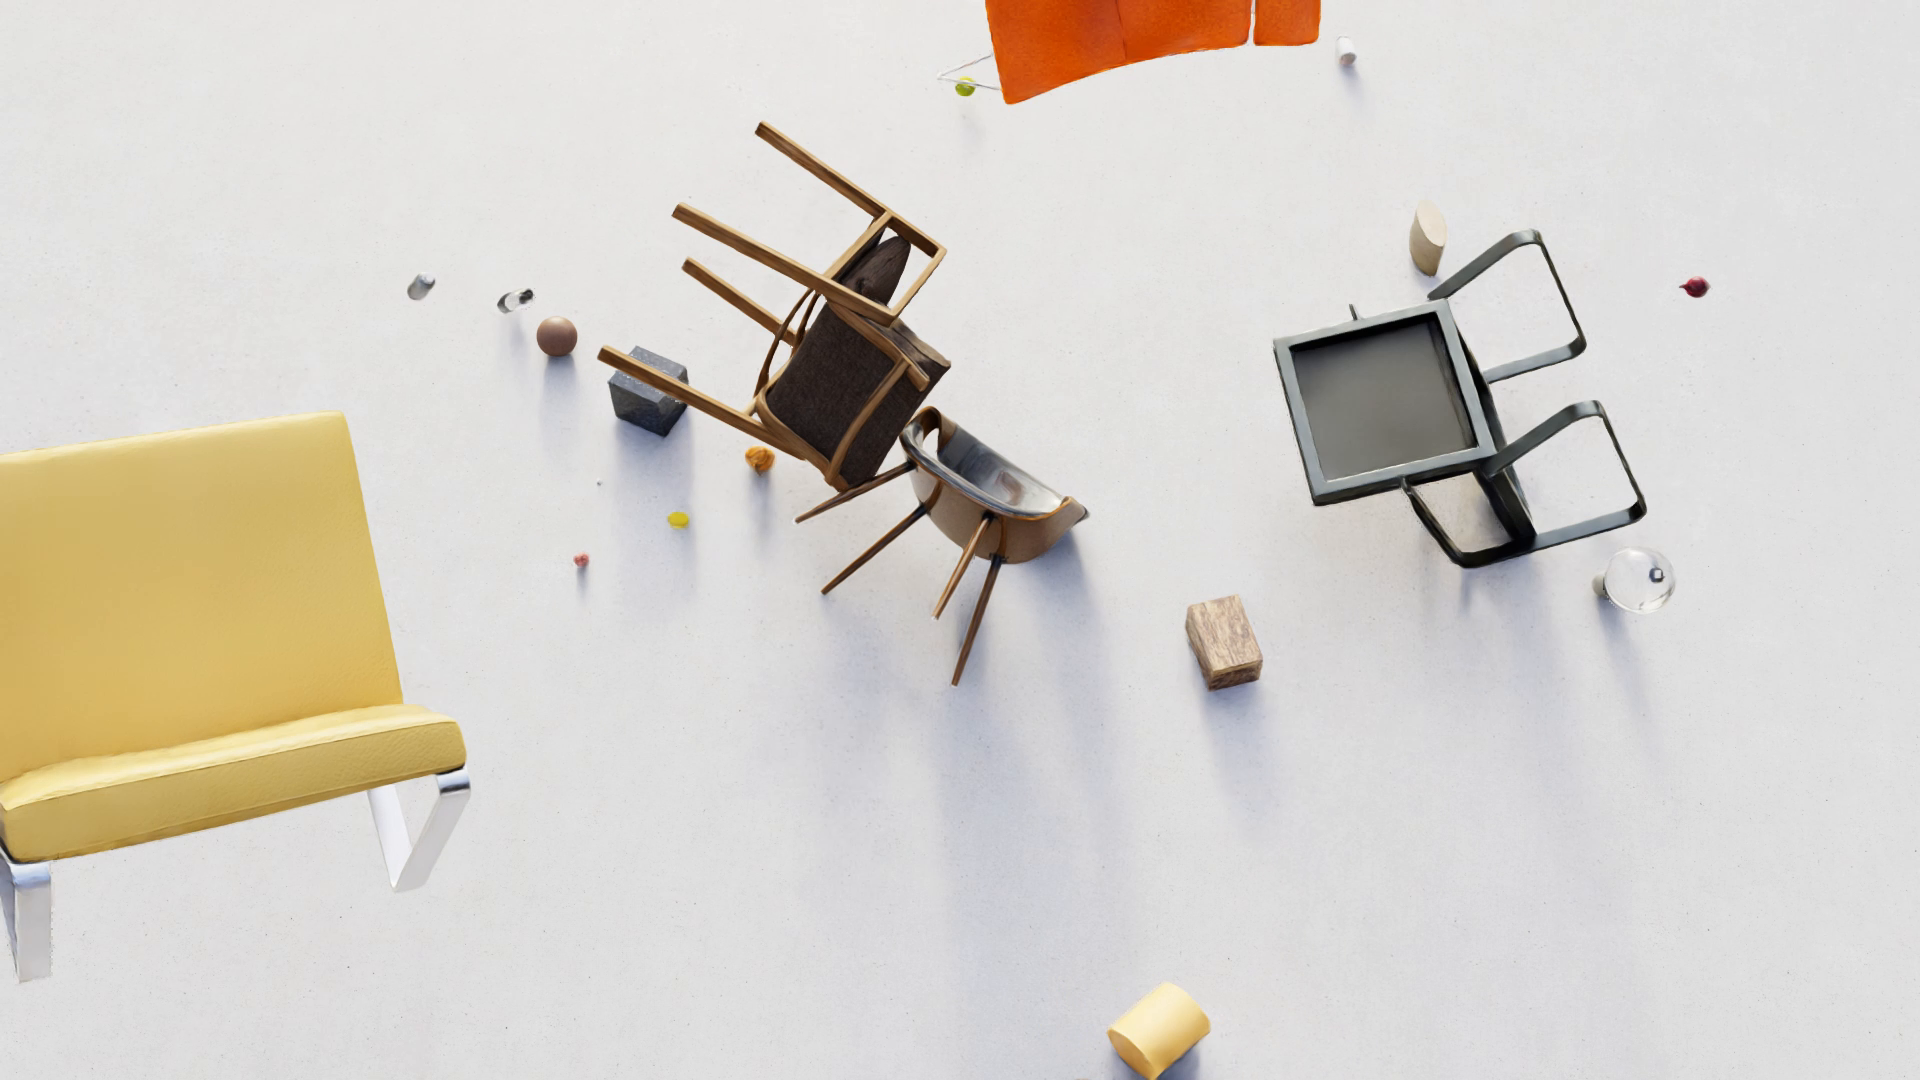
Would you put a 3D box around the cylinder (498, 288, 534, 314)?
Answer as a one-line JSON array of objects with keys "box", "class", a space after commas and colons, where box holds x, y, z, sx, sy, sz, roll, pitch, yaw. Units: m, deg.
[{"box": [-1.414, -0.763, 7.003, 0.066, 0.111, 0.058, -32, 97, -51], "class": "cylinder"}]

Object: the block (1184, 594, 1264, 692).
[{"box": [0.756, 0.295, 6.305, 0.150, 0.119, 0.224, -13, 57, -8], "class": "block"}]

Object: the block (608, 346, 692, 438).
[{"box": [-0.954, -0.458, 6.776, 0.180, 0.175, 0.160, 23, 59, 15], "class": "block"}]

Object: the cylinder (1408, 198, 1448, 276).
[{"box": [1.519, -0.983, 7.143, 0.083, 0.147, 0.208, -7, 56, -6], "class": "cylinder"}]

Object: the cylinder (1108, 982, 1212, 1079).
[{"box": [0.511, 1.257, 5.633, 0.195, 0.147, 0.189, -35, 28, -21], "class": "cylinder"}]

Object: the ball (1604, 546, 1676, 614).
[{"box": [1.867, 0.109, 6.031, 0.188, 0.188, 0.188, 0, 56, 0], "class": "ball"}]
